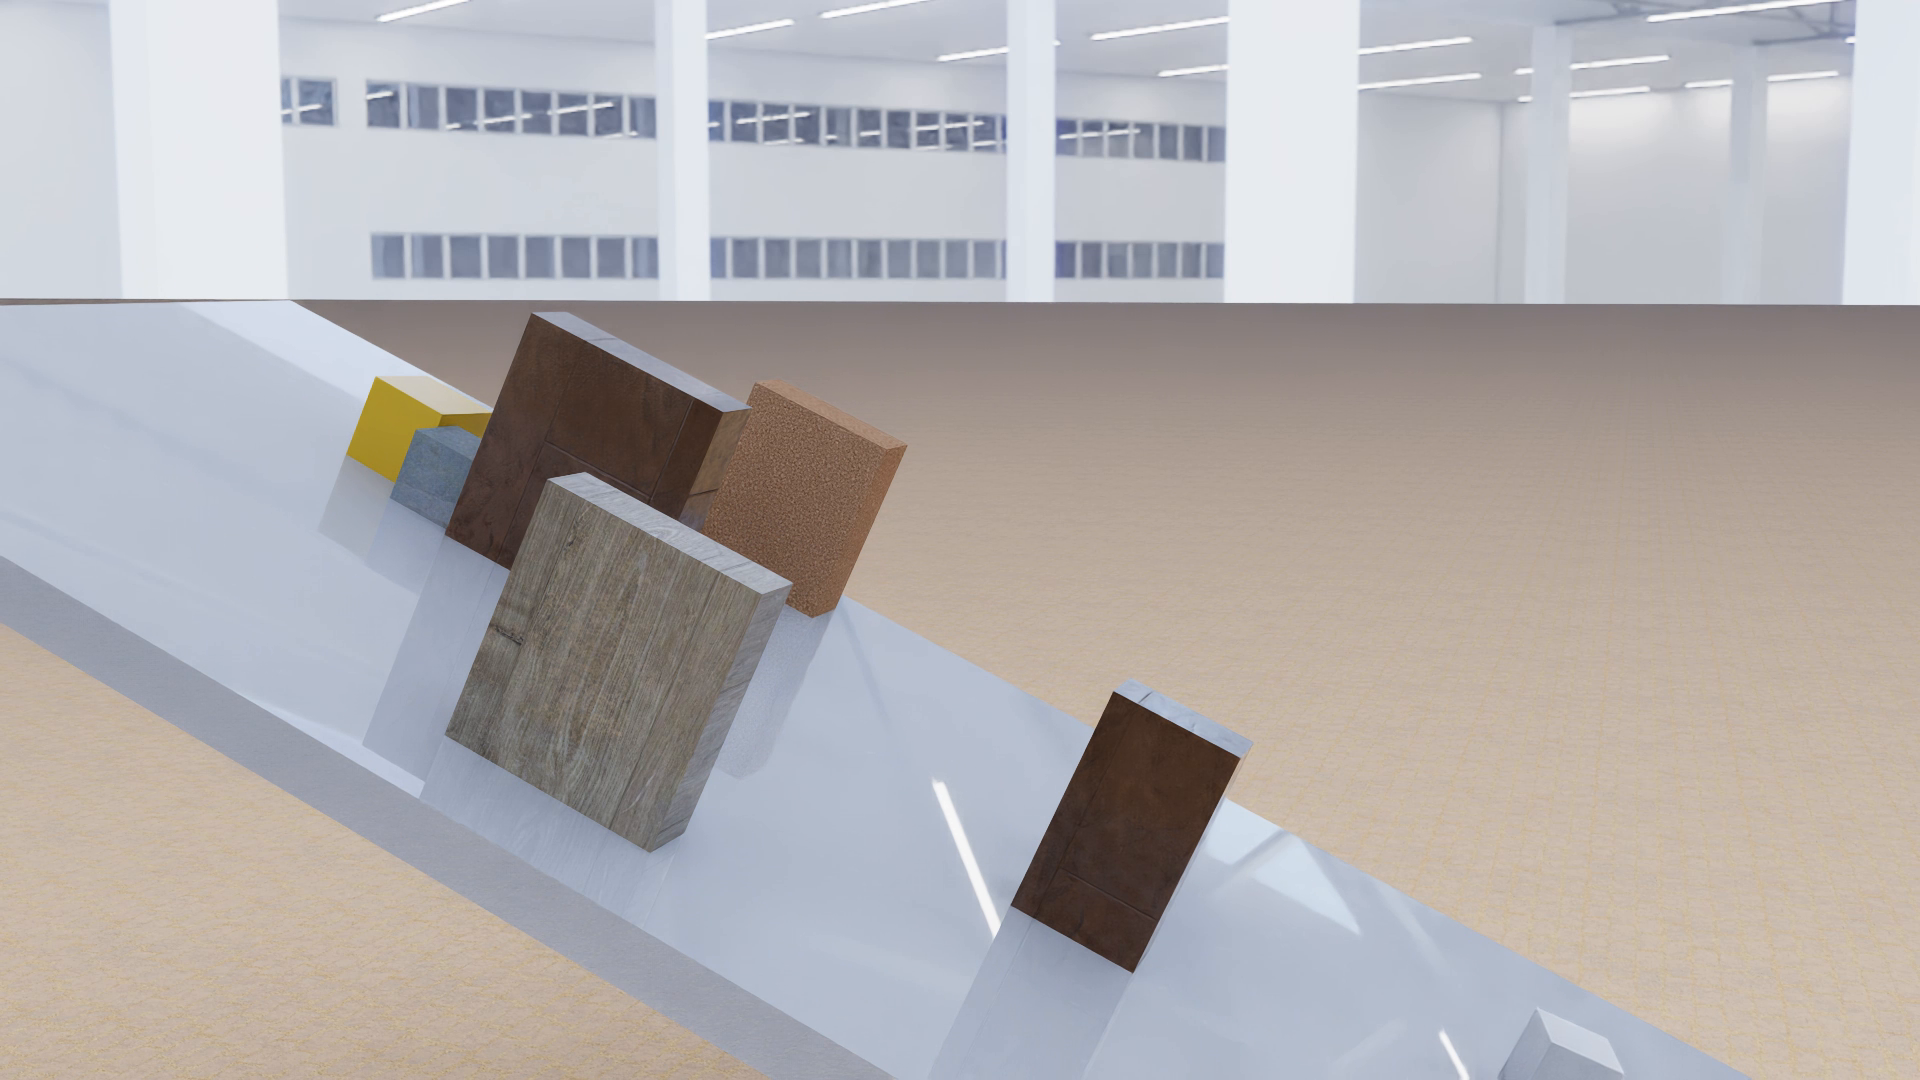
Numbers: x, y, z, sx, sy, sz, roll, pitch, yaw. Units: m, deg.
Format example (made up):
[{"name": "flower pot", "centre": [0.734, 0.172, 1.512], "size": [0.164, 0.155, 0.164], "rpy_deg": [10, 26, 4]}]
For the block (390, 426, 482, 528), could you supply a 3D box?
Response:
[{"name": "block", "centre": [-1.038, -0.127, 4.508], "size": [0.155, 0.155, 0.155], "rpy_deg": [28, 14, 14]}]

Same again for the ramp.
[{"name": "ramp", "centre": [-0.266, 0.455, 4.172], "size": [4.000, 0.100, 2.000], "rpy_deg": [27, 14, 12]}]

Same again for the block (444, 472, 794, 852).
[{"name": "block", "centre": [-0.544, 0.190, 3.491], "size": [0.394, 0.460, 0.129], "rpy_deg": [27, 14, 12]}]

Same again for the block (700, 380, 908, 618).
[{"name": "block", "centre": [-0.371, -0.097, 4.975], "size": [0.340, 0.422, 0.149], "rpy_deg": [27, 14, 12]}]

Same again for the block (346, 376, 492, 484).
[{"name": "block", "centre": [-1.142, -0.226, 4.647], "size": [0.181, 0.181, 0.181], "rpy_deg": [29, 14, 17]}]

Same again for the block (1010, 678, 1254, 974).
[{"name": "block", "centre": [0.300, 0.497, 3.846], "size": [0.244, 0.432, 0.133], "rpy_deg": [27, 14, 12]}]

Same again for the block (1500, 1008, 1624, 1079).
[{"name": "block", "centre": [1.101, 0.976, 4.024], "size": [0.146, 0.146, 0.146], "rpy_deg": [24, 13, -2]}]

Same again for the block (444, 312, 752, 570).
[{"name": "block", "centre": [-0.721, -0.136, 4.371], "size": [0.444, 0.489, 0.146], "rpy_deg": [27, 14, 12]}]
